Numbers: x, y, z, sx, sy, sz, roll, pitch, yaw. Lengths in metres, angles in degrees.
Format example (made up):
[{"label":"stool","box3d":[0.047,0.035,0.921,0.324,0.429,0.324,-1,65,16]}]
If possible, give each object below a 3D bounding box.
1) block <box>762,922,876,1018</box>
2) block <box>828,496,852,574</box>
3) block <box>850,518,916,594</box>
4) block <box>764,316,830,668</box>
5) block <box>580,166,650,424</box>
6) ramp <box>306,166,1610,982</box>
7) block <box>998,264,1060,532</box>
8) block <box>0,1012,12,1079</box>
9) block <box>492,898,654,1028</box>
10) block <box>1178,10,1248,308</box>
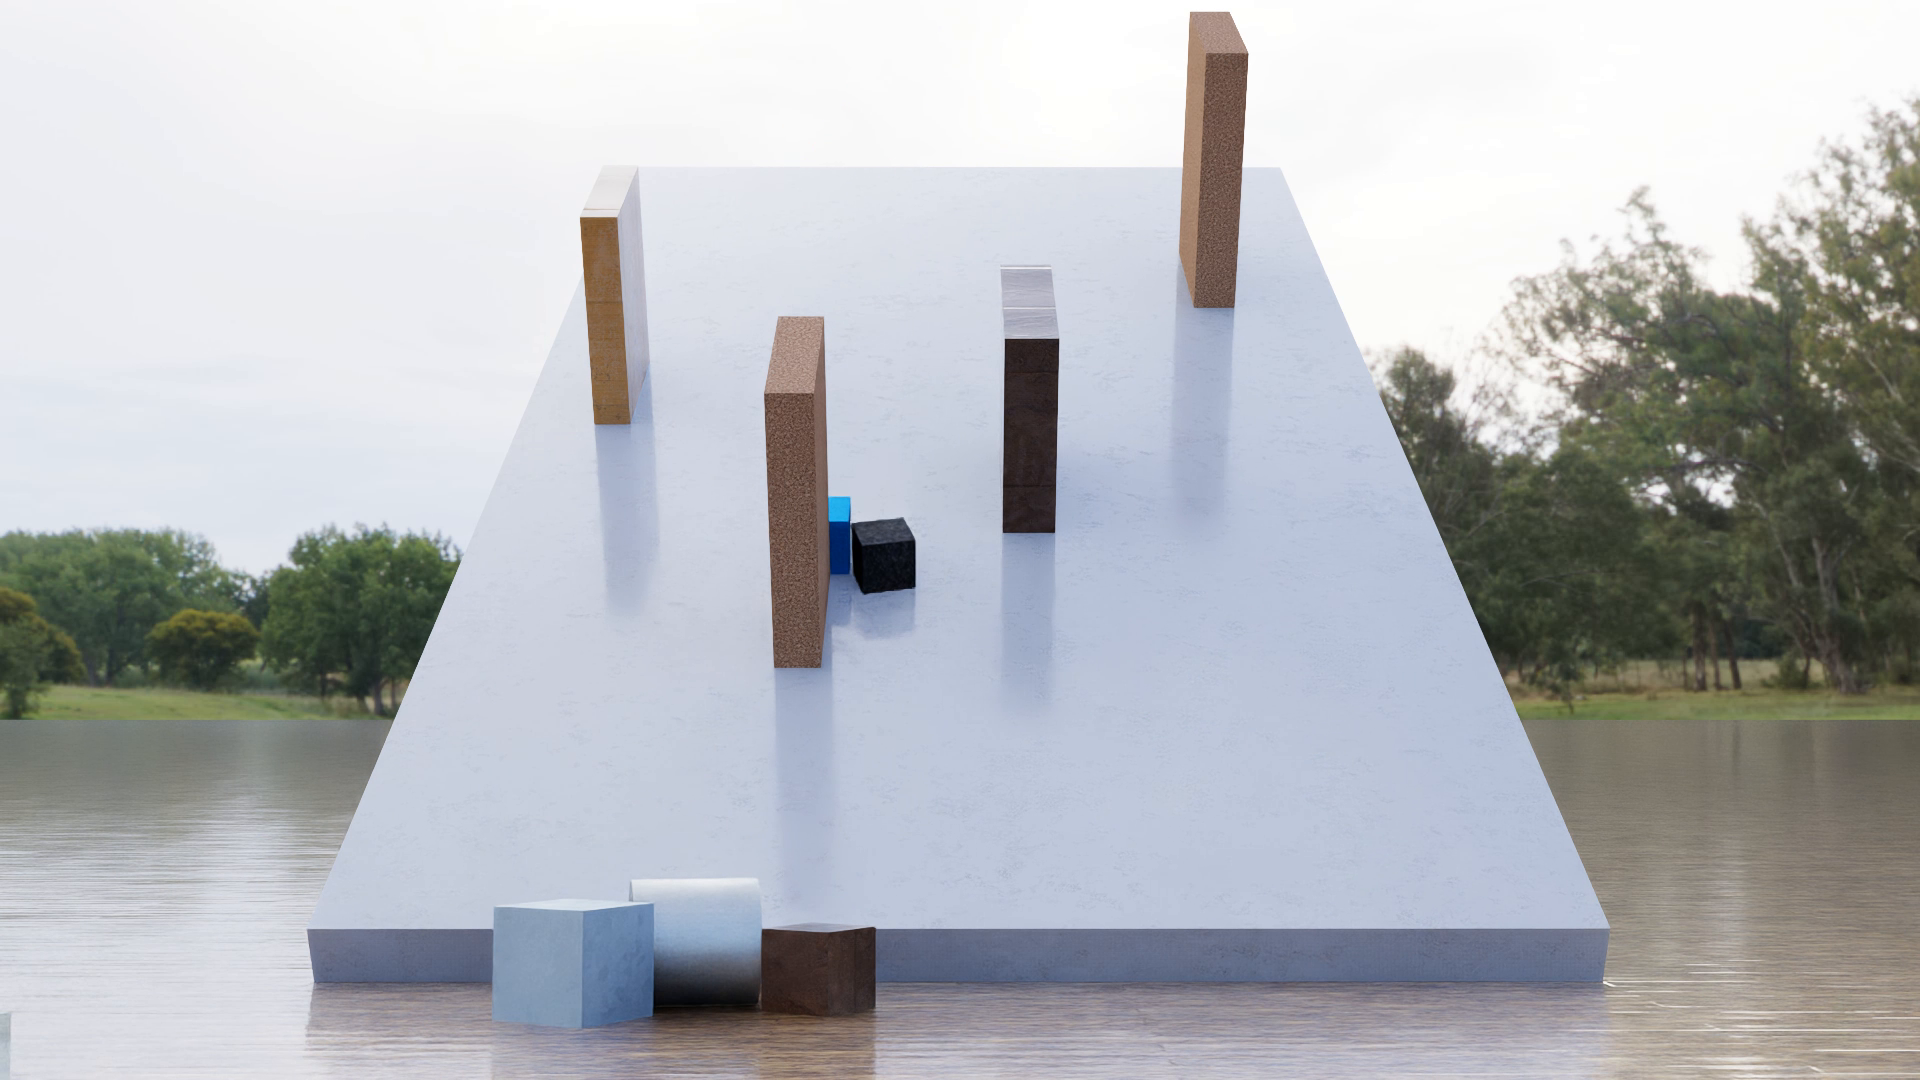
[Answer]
[{"label":"block","box3d":[-0.199,0.604,3.314,0.115,0.115,0.115,-3,-5,33]},{"label":"block","box3d":[-0.279,-0.010,4.726,0.117,0.117,0.117,0,26,0]},{"label":"block","box3d":[-0.152,0.031,4.655,0.107,0.107,0.107,-6,27,-13]},{"label":"block","box3d":[-0.301,-0.094,4.406,0.087,0.547,0.386,0,26,0]},{"label":"block","box3d":[-0.796,-0.572,5.454,0.083,0.494,0.391,0,26,0]},{"label":"ramp","box3d":[-0.010,-0.229,5.431,2.000,0.100,4.000,0,26,0]},{"label":"block","box3d":[0.142,-0.305,4.981,0.110,0.430,0.446,0,26,0]},{"label":"block","box3d":[-1.044,0.537,2.378,0.110,0.110,0.110,-2,-4,20]},{"label":"block","box3d":[-0.529,0.577,3.223,0.154,0.154,0.154,-2,-5,30]},{"label":"block","box3d":[0.658,-0.998,6.146,0.106,0.665,0.447,0,26,0]}]
